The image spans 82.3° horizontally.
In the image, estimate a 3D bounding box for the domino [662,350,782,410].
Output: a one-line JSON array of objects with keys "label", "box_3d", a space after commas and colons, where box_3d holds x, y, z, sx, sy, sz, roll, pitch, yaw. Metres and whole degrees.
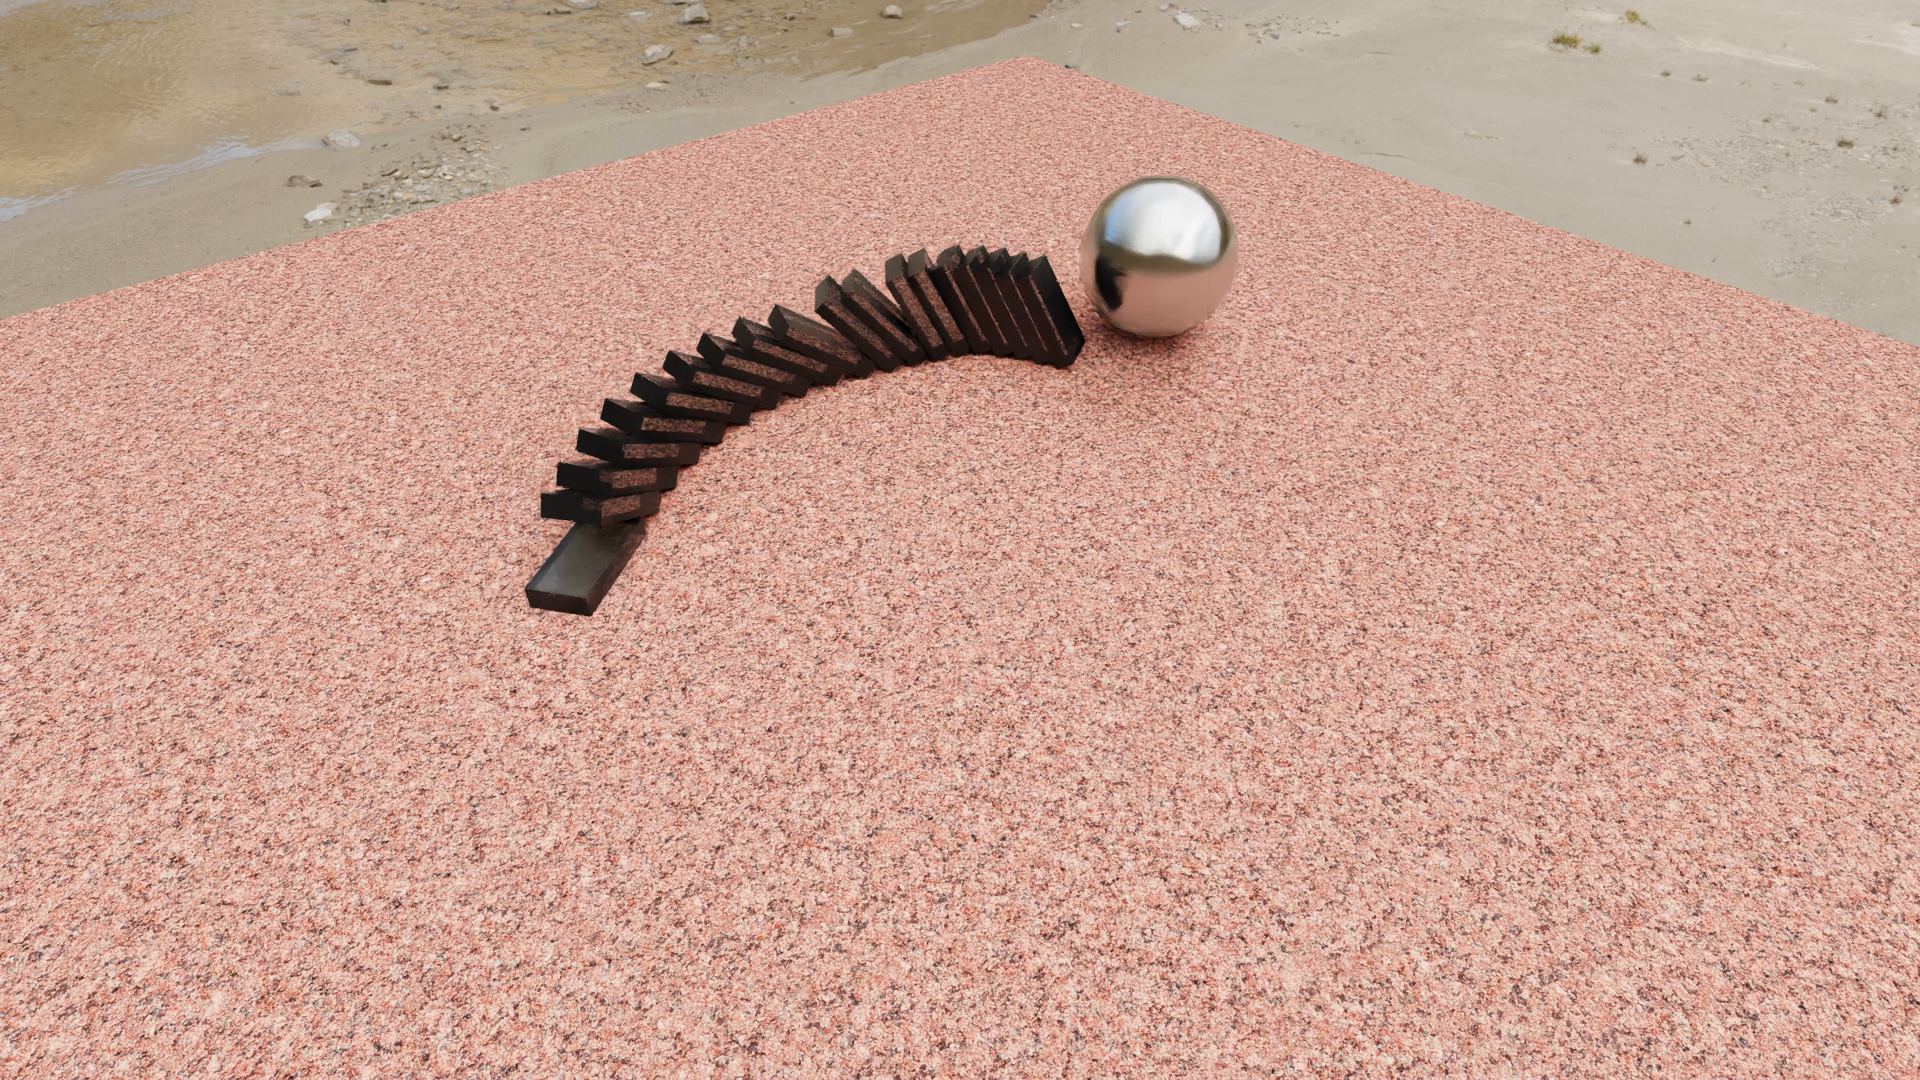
[{"label": "domino", "box_3d": [-0.111, -0.075, 0.514, 0.025, 0.009, 0.050, 37, 18, 36]}]

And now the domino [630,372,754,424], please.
[{"label": "domino", "box_3d": [-0.122, -0.064, 0.502, 0.025, 0.010, 0.050, 31, 16, 32]}]

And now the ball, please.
[{"label": "ball", "box_3d": [0.101, -0.145, 0.564, 0.080, 0.080, 0.080, 0, 39, 0]}]

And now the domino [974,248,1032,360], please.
[{"label": "domino", "box_3d": [0.026, -0.120, 0.559, 0.010, 0.050, 0.025, -12, 31, 32]}]

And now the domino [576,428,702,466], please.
[{"label": "domino", "box_3d": [-0.137, -0.040, 0.473, 0.025, 0.010, 0.050, 18, 12, 21]}]

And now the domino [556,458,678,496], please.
[{"label": "domino", "box_3d": [-0.141, -0.027, 0.457, 0.025, 0.010, 0.050, 10, 9, 14]}]

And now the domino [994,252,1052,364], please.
[{"label": "domino", "box_3d": [0.036, -0.117, 0.555, 0.010, 0.050, 0.025, -12, 31, 32]}]

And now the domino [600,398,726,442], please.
[{"label": "domino", "box_3d": [-0.131, -0.053, 0.489, 0.025, 0.009, 0.050, 25, 15, 28]}]

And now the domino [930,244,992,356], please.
[{"label": "domino", "box_3d": [0.004, -0.123, 0.563, 0.009, 0.050, 0.025, -15, 32, 28]}]

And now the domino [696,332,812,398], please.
[{"label": "domino", "box_3d": [-0.098, -0.083, 0.525, 0.050, 0.009, 0.025, 11, 24, -45]}]

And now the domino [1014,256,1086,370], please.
[{"label": "domino", "box_3d": [0.046, -0.114, 0.552, 0.010, 0.050, 0.025, -12, 31, 32]}]

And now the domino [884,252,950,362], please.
[{"label": "domino", "box_3d": [-0.021, -0.117, 0.555, 0.009, 0.050, 0.025, -24, 37, 15]}]

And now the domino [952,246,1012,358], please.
[{"label": "domino", "box_3d": [0.015, -0.122, 0.561, 0.010, 0.050, 0.025, -12, 31, 32]}]

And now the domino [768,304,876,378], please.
[{"label": "domino", "box_3d": [-0.068, -0.097, 0.541, 0.050, 0.009, 0.025, 18, 26, -37]}]

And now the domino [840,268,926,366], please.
[{"label": "domino", "box_3d": [-0.038, -0.112, 0.553, 0.009, 0.050, 0.025, -39, 30, 23]}]

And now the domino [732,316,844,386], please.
[{"label": "domino", "box_3d": [-0.084, -0.091, 0.534, 0.050, 0.010, 0.025, 14, 26, -40]}]

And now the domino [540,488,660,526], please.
[{"label": "domino", "box_3d": [-0.143, -0.015, 0.442, 0.025, 0.010, 0.050, 8, 9, 9]}]

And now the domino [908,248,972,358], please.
[{"label": "domino", "box_3d": [-0.010, -0.121, 0.560, 0.010, 0.050, 0.025, -23, 36, 16]}]

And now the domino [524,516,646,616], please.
[{"label": "domino", "box_3d": [-0.147, 0.008, 0.433, 0.025, 0.009, 0.050, 8, 40, 9]}]

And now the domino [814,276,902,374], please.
[{"label": "domino", "box_3d": [-0.050, -0.107, 0.549, 0.010, 0.050, 0.025, -39, 33, 23]}]
